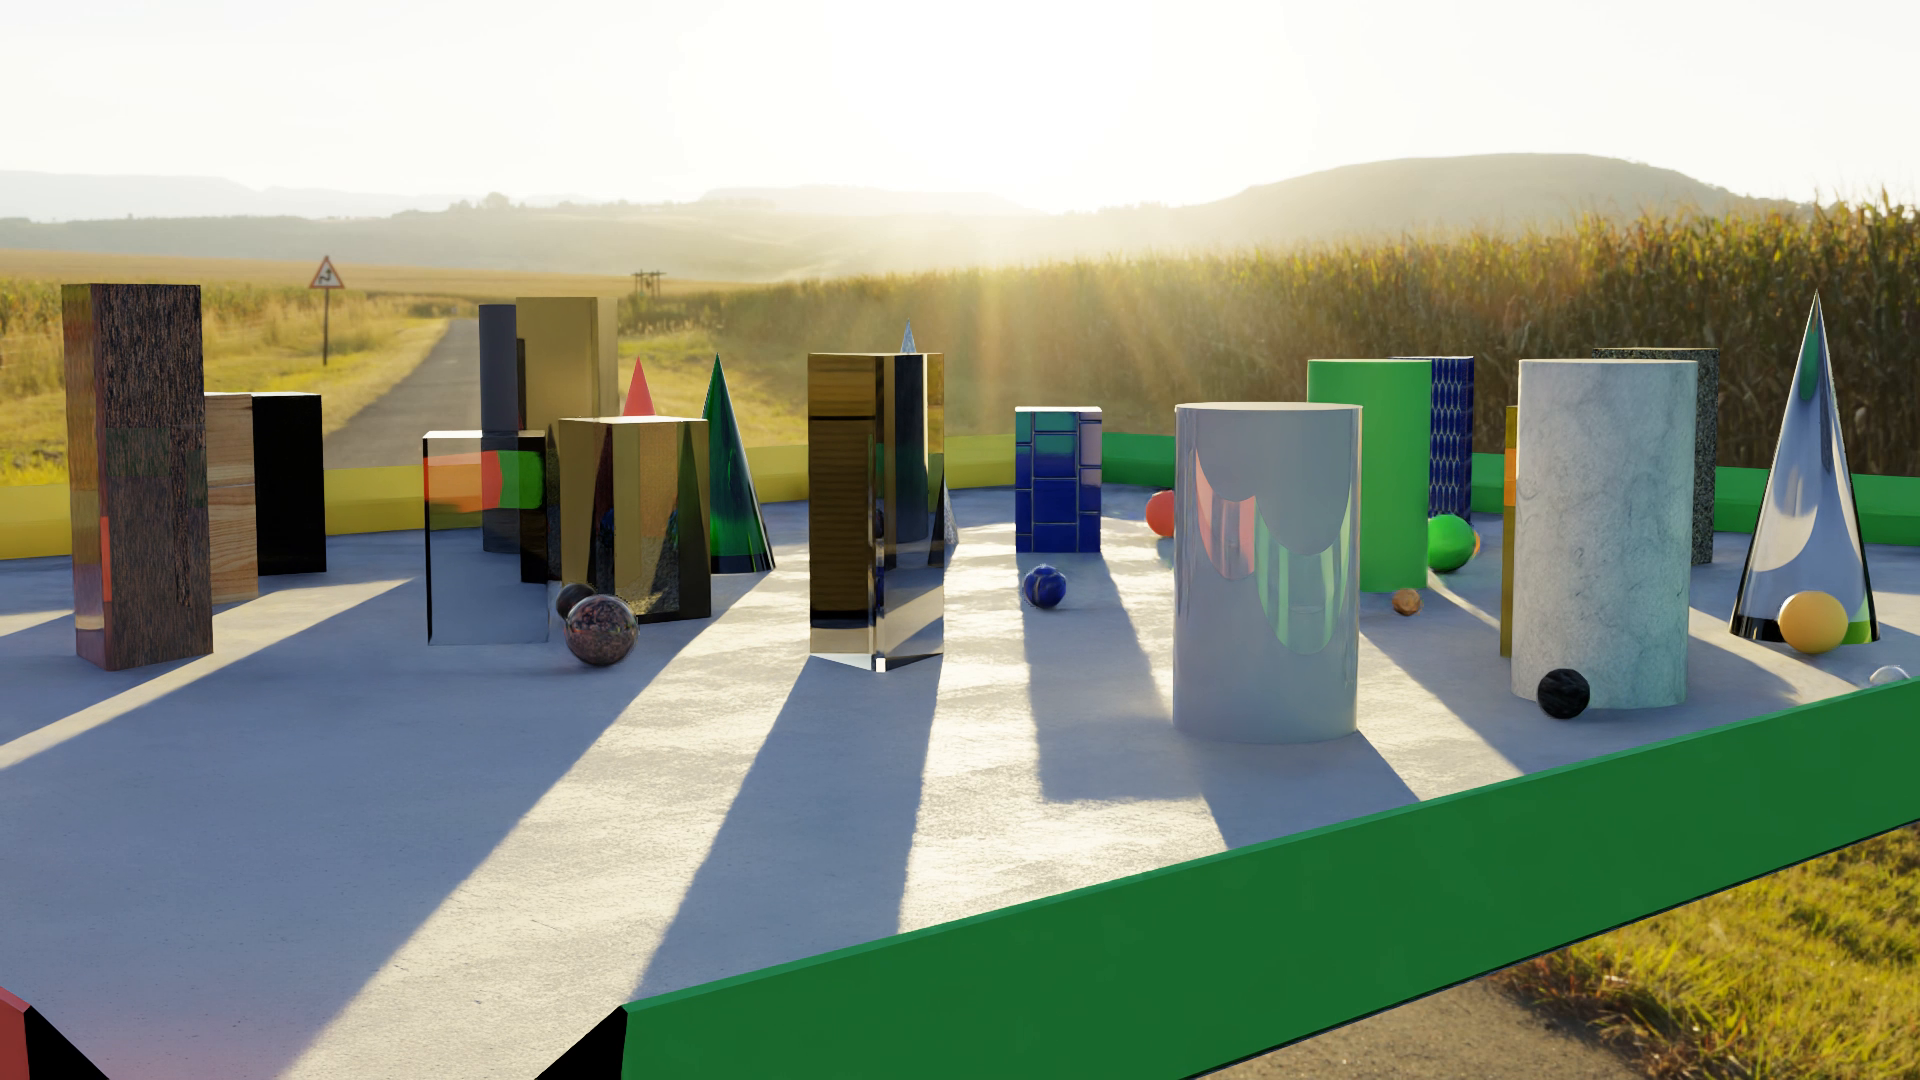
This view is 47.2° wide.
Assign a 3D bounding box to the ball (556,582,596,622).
[{"bbox_3d":[-0.543,0.090,3.123,0.061,0.061,0.061,0,6,0],"label":"ball"}]

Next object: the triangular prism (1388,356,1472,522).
[{"bbox_3d":[0.926,-0.169,4.179,0.148,0.356,0.171,-5,8,-42],"label":"triangular prism"}]

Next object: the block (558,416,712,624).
[{"bbox_3d":[-0.473,-0.032,3.197,0.158,0.287,0.158,-5,8,-38],"label":"block"}]

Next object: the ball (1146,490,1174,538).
[{"bbox_3d":[0.411,-0.052,4.331,0.093,0.093,0.093,0,6,0],"label":"ball"}]

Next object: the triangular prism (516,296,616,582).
[{"bbox_3d":[-0.621,-0.170,3.667,0.171,0.466,0.148,4,7,32],"label":"triangular prism"}]

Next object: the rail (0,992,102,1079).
[{"bbox_3d":[-1.378,0.165,2.067,0.045,0.128,3.232,-5,8,-42],"label":"rail"}]

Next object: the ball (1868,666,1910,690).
[{"bbox_3d":[1.052,0.165,2.487,0.044,0.044,0.044,0,6,0],"label":"ball"}]

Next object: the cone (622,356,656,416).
[{"bbox_3d":[-0.652,-0.200,4.477,0.197,0.356,0.197,0,6,0],"label":"cone"}]

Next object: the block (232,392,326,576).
[{"bbox_3d":[-1.192,-0.099,3.767,0.158,0.302,0.158,-4,7,-33],"label":"block"}]

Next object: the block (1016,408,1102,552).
[{"bbox_3d":[0.183,-0.115,4.122,0.158,0.261,0.158,0,6,2],"label":"block"}]

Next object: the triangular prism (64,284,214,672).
[{"bbox_3d":[-1.037,-0.086,2.807,0.148,0.477,0.171,-4,7,-33],"label":"triangular prism"}]

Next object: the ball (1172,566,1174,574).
[{"bbox_3d":[0.370,0.049,3.603,0.044,0.044,0.044,0,6,0],"label":"ball"}]

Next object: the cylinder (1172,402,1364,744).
[{"bbox_3d":[0.327,0.029,2.349,0.197,0.344,0.197,0,6,0],"label":"cylinder"}]

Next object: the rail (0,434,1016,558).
[{"bbox_3d":[-1.080,-0.088,4.496,3.797,0.128,0.045,-5,8,-42],"label":"rail"}]

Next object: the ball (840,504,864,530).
[{"bbox_3d":[-0.215,-0.045,4.451,0.054,0.054,0.054,0,6,0],"label":"ball"}]

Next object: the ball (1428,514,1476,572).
[{"bbox_3d":[0.830,0.005,3.756,0.099,0.099,0.099,0,6,0],"label":"ball"}]

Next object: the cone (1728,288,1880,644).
[{"bbox_3d":[1.163,-0.107,3.010,0.197,0.476,0.197,0,6,0],"label":"cone"}]

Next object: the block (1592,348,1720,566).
[{"bbox_3d":[1.220,-0.148,3.877,0.158,0.377,0.158,-6,8,-44],"label":"block"}]

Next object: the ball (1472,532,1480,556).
[{"bbox_3d":[0.910,0.005,3.961,0.055,0.055,0.055,0,6,0],"label":"ball"}]

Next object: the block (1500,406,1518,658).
[{"bbox_3d":[0.809,-0.011,2.826,0.158,0.323,0.158,6,8,43],"label":"block"}]

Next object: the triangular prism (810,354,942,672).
[{"bbox_3d":[-0.084,-0.042,2.809,0.148,0.389,0.171,-4,7,-34],"label":"triangular prism"}]

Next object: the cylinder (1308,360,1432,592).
[{"bbox_3d":[0.661,-0.109,3.568,0.197,0.364,0.197,0,6,0],"label":"cylinder"}]

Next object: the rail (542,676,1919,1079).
[{"bbox_3d":[1.080,0.155,2.168,3.797,0.128,0.045,-5,8,-42],"label":"rail"}]

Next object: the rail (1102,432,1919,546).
[{"bbox_3d":[1.378,-0.099,4.596,0.045,0.128,3.232,-5,8,-42],"label":"rail"}]

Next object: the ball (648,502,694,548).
[{"bbox_3d":[-0.542,-0.027,4.124,0.086,0.086,0.086,0,6,0],"label":"ball"}]

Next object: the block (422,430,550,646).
[{"bbox_3d":[-0.644,-0.006,3.001,0.158,0.277,0.158,-1,6,-10],"label":"block"}]

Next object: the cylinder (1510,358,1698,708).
[{"bbox_3d":[0.743,-0.013,2.543,0.197,0.387,0.197,0,6,0],"label":"cylinder"}]

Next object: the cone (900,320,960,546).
[{"bbox_3d":[-0.099,-0.212,4.235,0.197,0.430,0.197,0,6,0],"label":"cone"}]

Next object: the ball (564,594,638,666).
[{"bbox_3d":[-0.451,0.113,2.758,0.090,0.090,0.090,0,6,0],"label":"ball"}]

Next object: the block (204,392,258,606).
[{"bbox_3d":[-1.196,-0.064,3.365,0.158,0.317,0.158,3,7,29],"label":"block"}]

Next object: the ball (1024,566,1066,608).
[{"bbox_3d":[0.127,0.070,3.294,0.065,0.065,0.065,0,6,0],"label":"ball"}]

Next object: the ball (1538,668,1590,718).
[{"bbox_3d":[0.660,0.168,2.404,0.056,0.056,0.056,0,6,0],"label":"ball"}]

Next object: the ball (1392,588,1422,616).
[{"bbox_3d":[0.653,0.090,3.214,0.041,0.041,0.041,0,6,0],"label":"ball"}]

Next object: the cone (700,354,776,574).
[{"bbox_3d":[-0.417,-0.139,3.803,0.197,0.375,0.197,0,6,0],"label":"cone"}]

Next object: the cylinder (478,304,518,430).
[{"bbox_3d":[-0.804,-0.216,4.157,0.197,0.455,0.197,0,6,0],"label":"cylinder"}]

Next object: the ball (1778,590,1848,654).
[{"bbox_3d":[1.108,0.106,2.857,0.084,0.084,0.084,0,6,0],"label":"ball"}]

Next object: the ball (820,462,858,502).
[{"bbox_3d":[-0.284,-0.136,5.140,0.091,0.091,0.091,0,6,0],"label":"ball"}]
